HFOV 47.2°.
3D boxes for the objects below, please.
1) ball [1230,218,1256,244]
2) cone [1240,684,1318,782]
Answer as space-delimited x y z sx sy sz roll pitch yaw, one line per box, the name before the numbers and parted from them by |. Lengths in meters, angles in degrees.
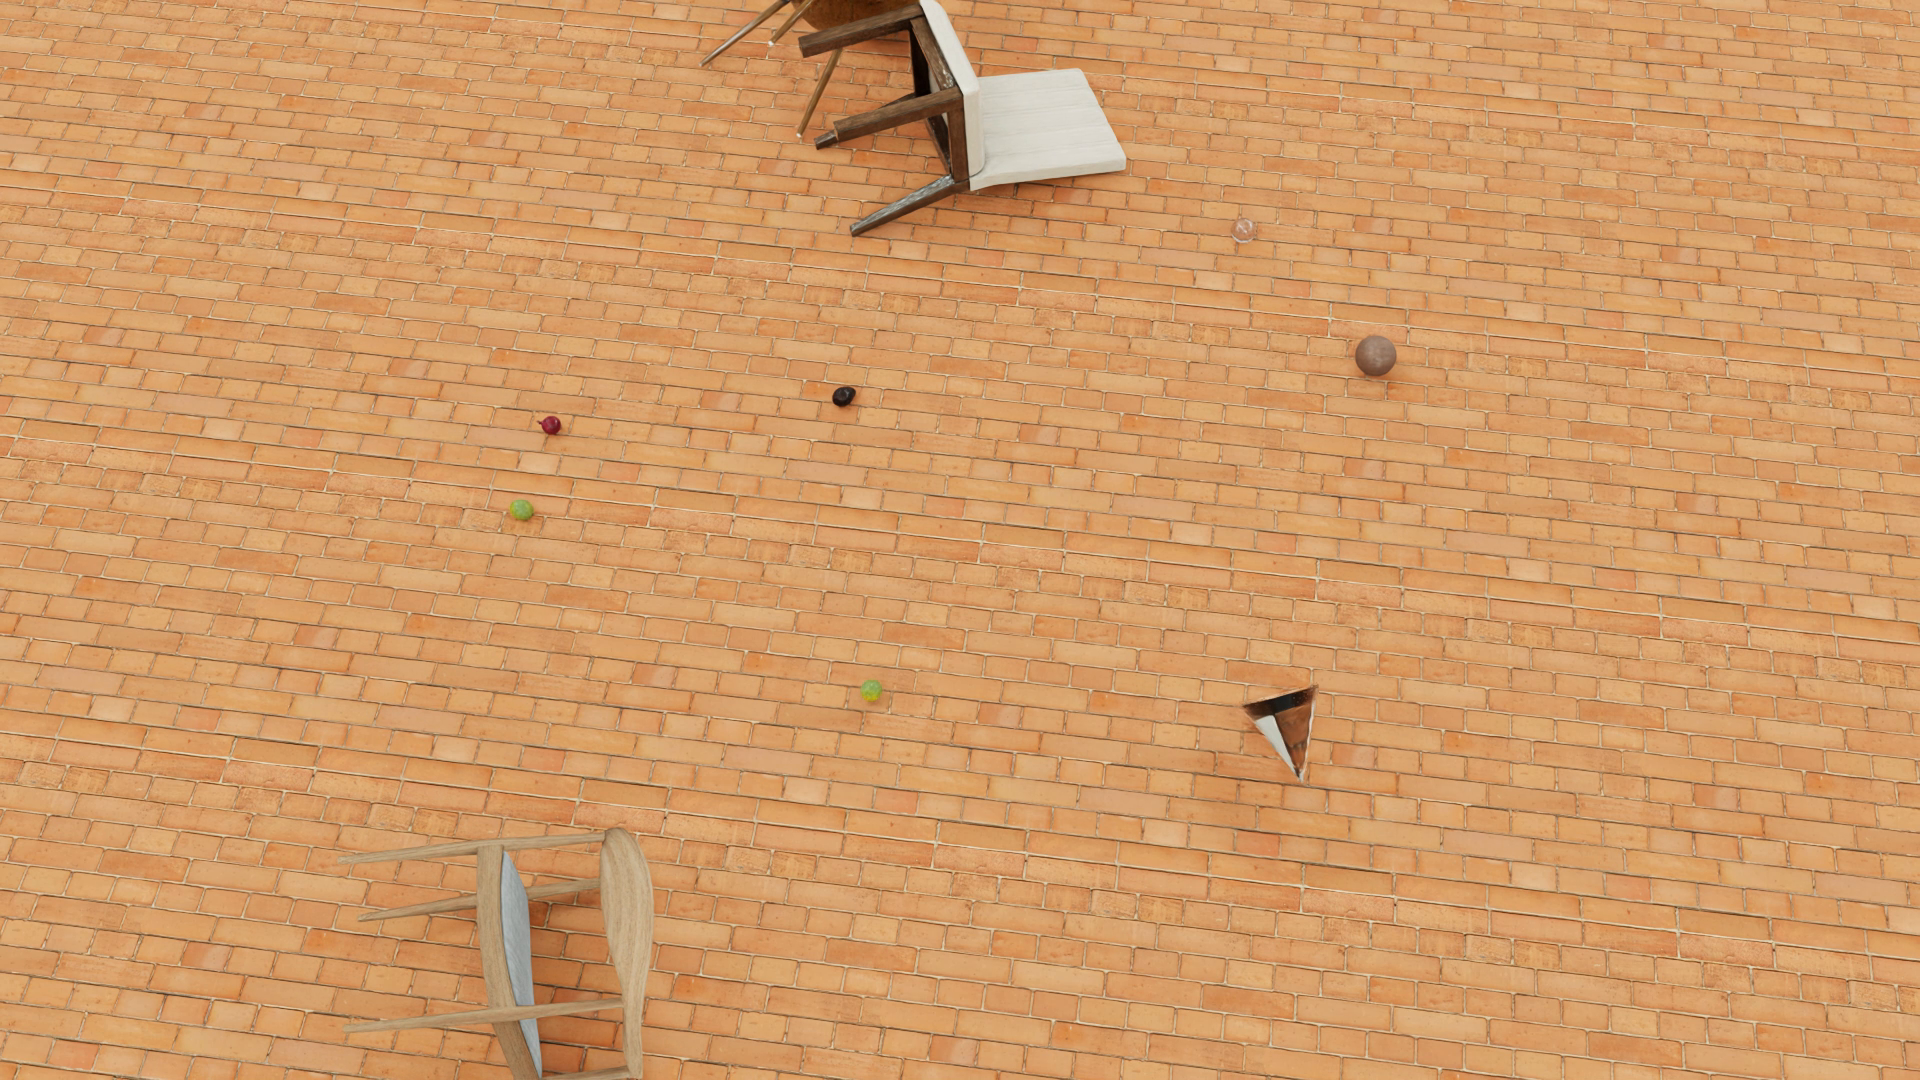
ball | 0.929 -1.014 7.205 0.083 0.083 0.083 0 56 0
cone | 0.921 0.555 6.128 0.223 0.290 0.254 -16 86 19
